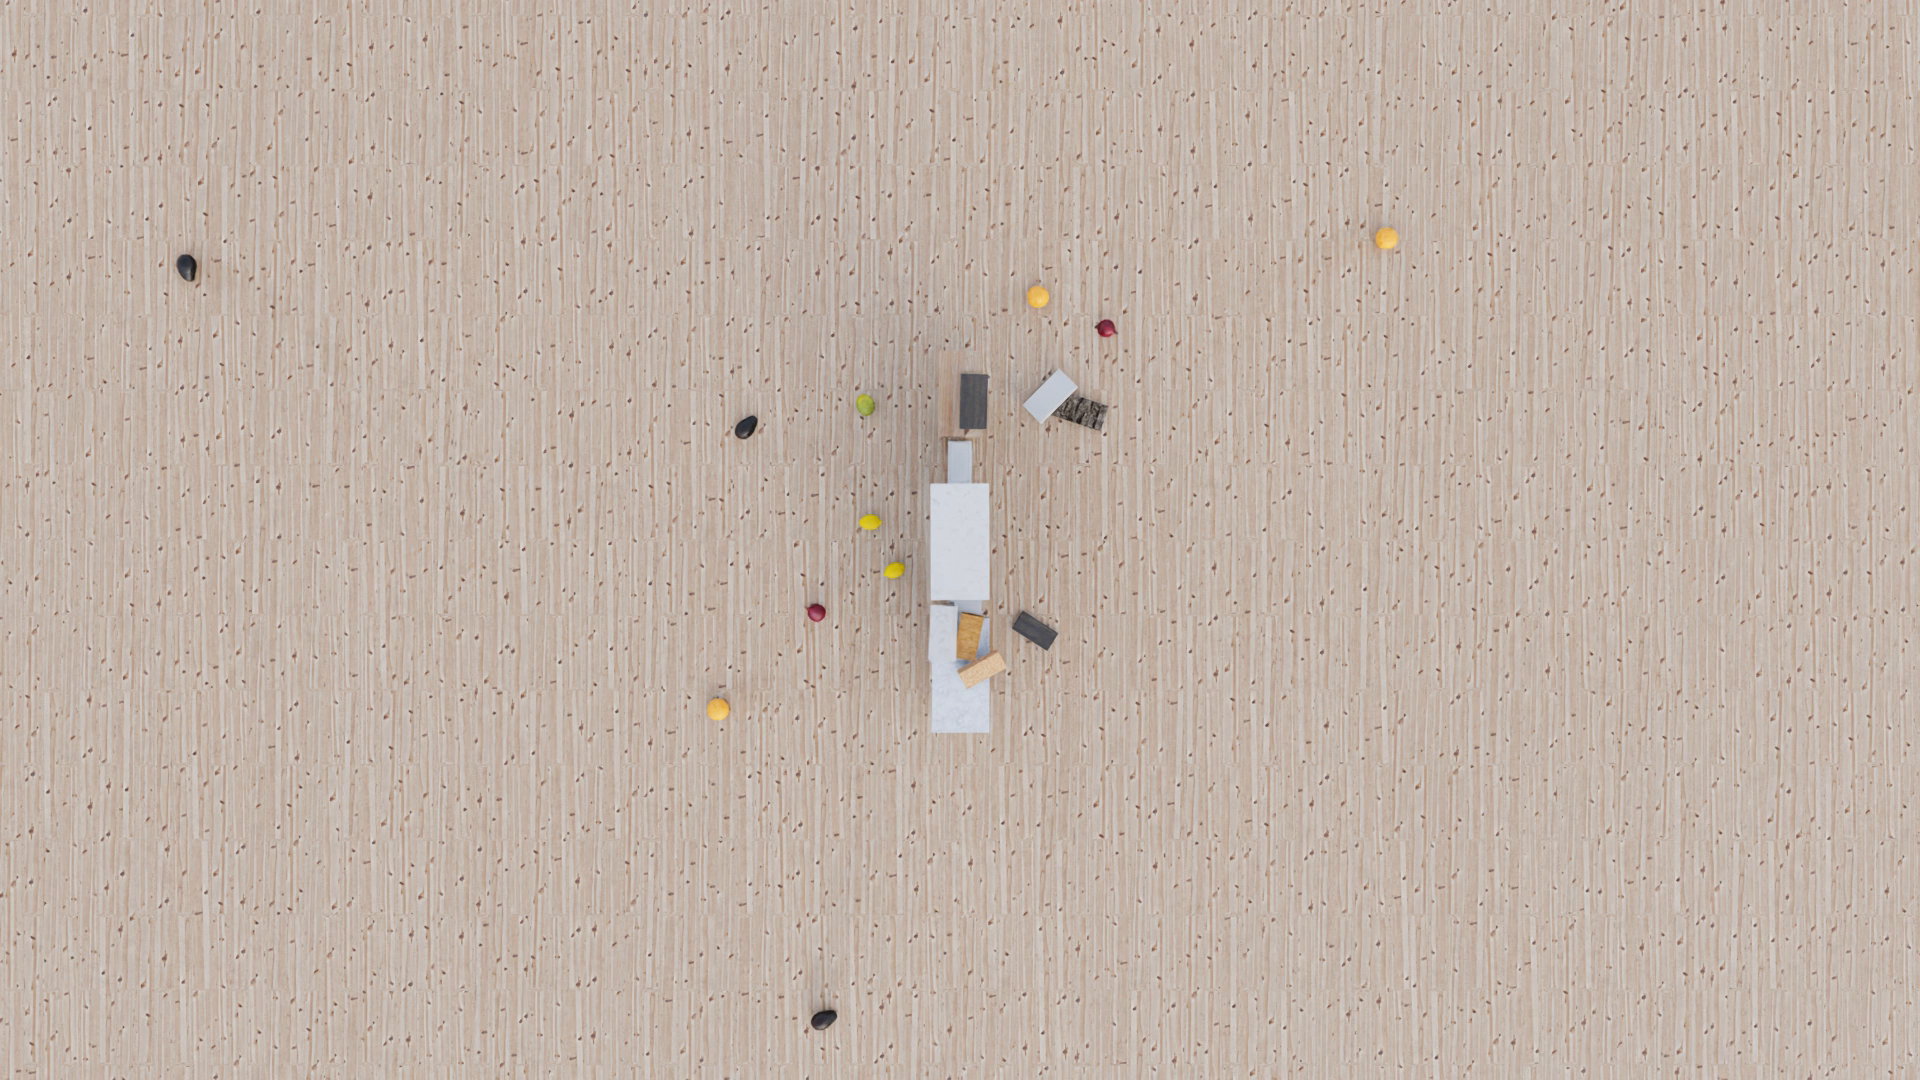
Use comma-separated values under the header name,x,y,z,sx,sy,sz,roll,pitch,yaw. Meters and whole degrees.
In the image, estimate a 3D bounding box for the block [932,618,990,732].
name,x,y,z,sx,sy,sz,roll,pitch,yaw
block,0.002,0.418,5.120,0.177,0.050,0.355,0,90,0

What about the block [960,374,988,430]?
name,x,y,z,sx,sy,sz,roll,pitch,yaw
block,0.043,-0.434,5.180,0.086,0.024,0.171,2,90,0

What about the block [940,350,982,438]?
name,x,y,z,sx,sy,sz,roll,pitch,yaw
block,0.002,-0.460,5.211,0.135,0.038,0.270,0,90,0

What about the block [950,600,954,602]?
name,x,y,z,sx,sy,sz,roll,pitch,yaw
block,-0.001,0.139,5.359,0.066,0.019,0.131,1,90,0

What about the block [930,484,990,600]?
name,x,y,z,sx,sy,sz,roll,pitch,yaw
block,0.000,0.005,4.840,0.170,0.048,0.340,0,90,0

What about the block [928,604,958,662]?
name,x,y,z,sx,sy,sz,roll,pitch,yaw
block,-0.052,0.285,5.062,0.085,0.024,0.169,2,90,34

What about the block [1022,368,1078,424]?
name,x,y,z,sx,sy,sz,roll,pitch,yaw
block,0.299,-0.477,5.469,0.171,0.024,0.086,-45,77,6

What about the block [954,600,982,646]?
name,x,y,z,sx,sy,sz,roll,pitch,yaw
block,0.024,0.241,5.083,0.085,0.024,0.169,1,90,0

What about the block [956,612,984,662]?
name,x,y,z,sx,sy,sz,roll,pitch,yaw
block,0.026,0.297,5.058,0.070,0.020,0.139,12,96,-1

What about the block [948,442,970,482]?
name,x,y,z,sx,sy,sz,roll,pitch,yaw
block,-0.002,-0.243,5.188,0.063,0.018,0.125,1,90,0

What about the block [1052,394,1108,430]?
name,x,y,z,sx,sy,sz,roll,pitch,yaw
block,0.399,-0.430,5.488,0.171,0.024,0.085,18,90,0

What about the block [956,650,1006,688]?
name,x,y,z,sx,sy,sz,roll,pitch,yaw
block,0.067,0.396,5.067,0.140,0.020,0.070,-29,126,0

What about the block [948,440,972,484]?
name,x,y,z,sx,sy,sz,roll,pitch,yaw
block,0.000,-0.242,5.333,0.078,0.022,0.156,0,90,0

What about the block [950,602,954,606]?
name,x,y,z,sx,sy,sz,roll,pitch,yaw
block,-0.002,0.198,5.434,0.066,0.131,0.019,1,77,0

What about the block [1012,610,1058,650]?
name,x,y,z,sx,sy,sz,roll,pitch,yaw
block,0.250,0.303,5.490,0.140,0.020,0.070,32,90,0
